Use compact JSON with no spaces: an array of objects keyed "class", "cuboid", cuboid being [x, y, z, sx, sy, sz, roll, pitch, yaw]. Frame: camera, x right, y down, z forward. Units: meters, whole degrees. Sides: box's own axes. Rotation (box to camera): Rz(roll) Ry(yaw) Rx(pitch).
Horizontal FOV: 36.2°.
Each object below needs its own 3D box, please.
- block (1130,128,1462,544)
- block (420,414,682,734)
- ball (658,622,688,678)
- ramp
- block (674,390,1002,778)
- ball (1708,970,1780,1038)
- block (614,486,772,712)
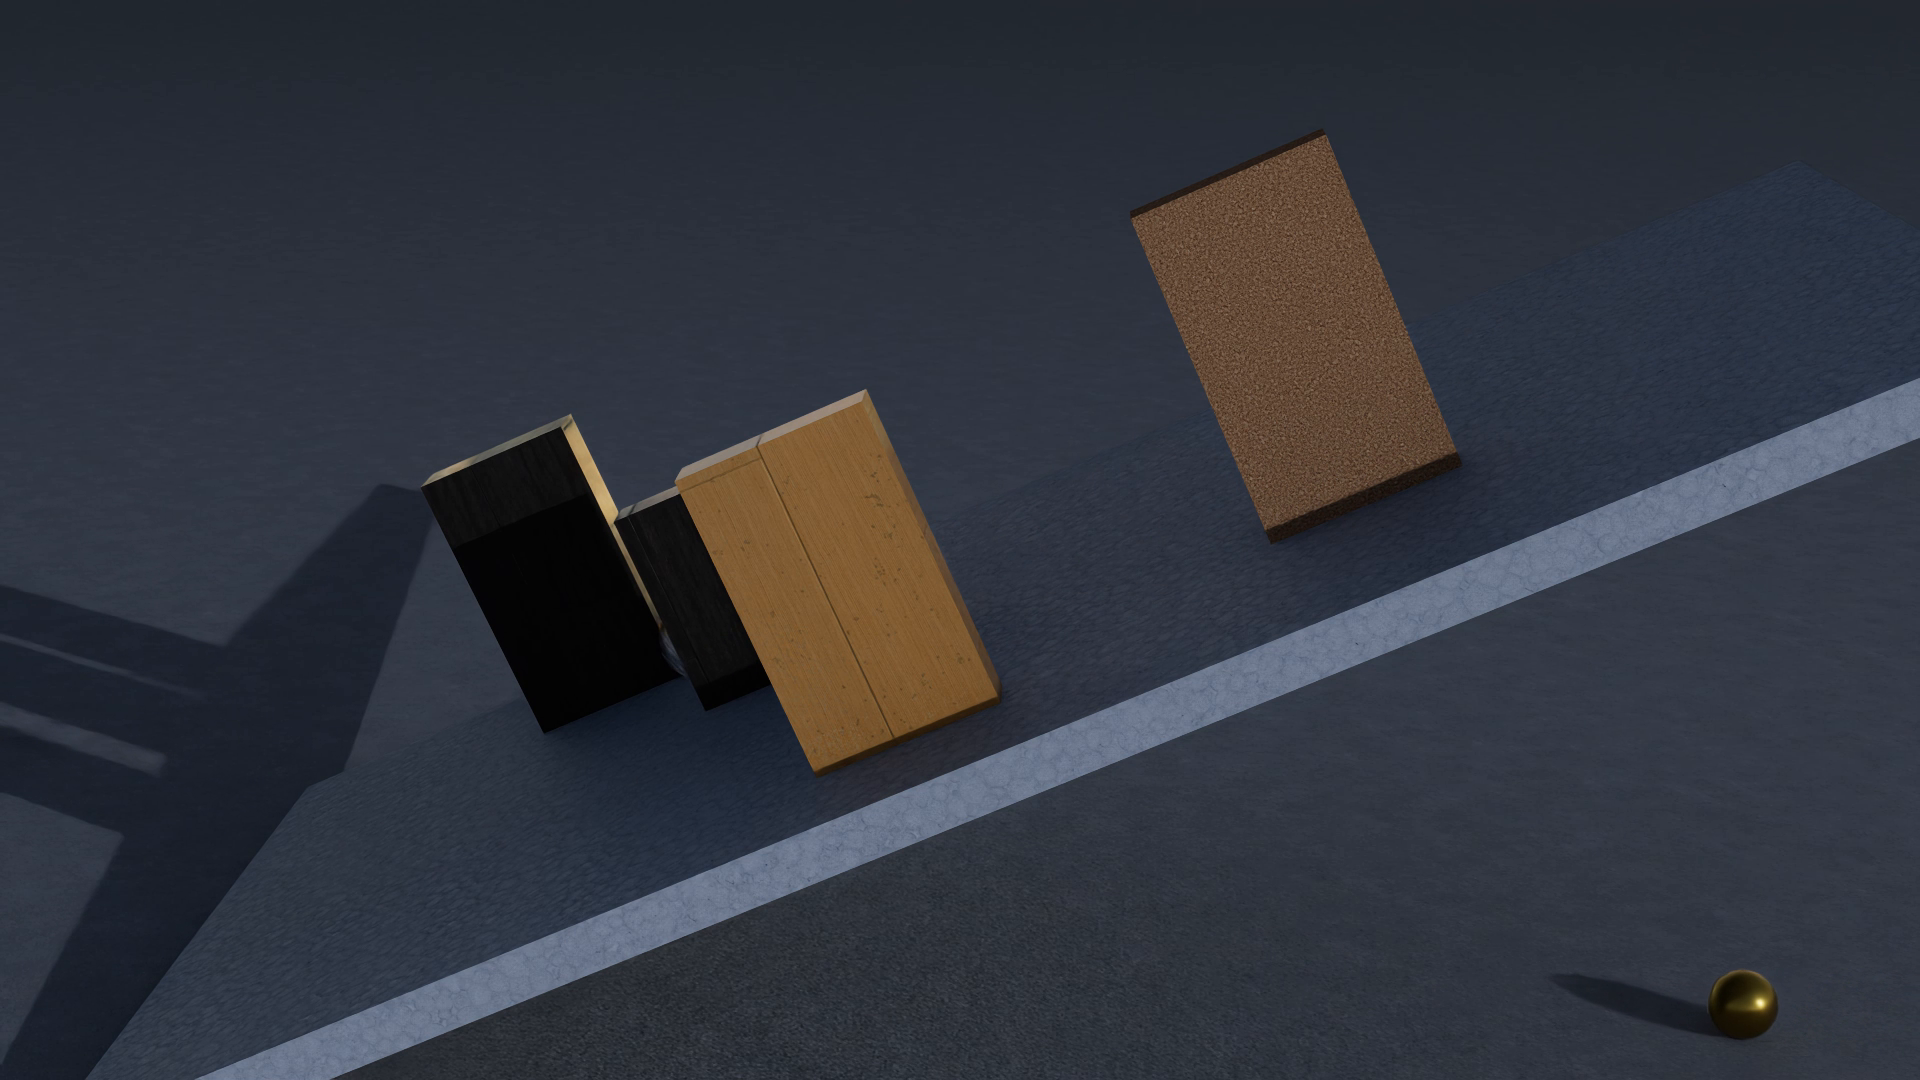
[{"class":"block","cuboid":[0.658,-0.394,5.752,0.404,0.706,0.097,-23,13,8]},{"class":"block","cuboid":[-0.949,0.081,6.929,0.364,0.654,0.135,-23,13,8]},{"class":"ball","cuboid":[-0.594,0.223,6.747,0.195,0.195,0.195,0,15,0]},{"class":"ramp","cuboid":[0.132,0.170,6.284,4.000,0.100,2.000,-23,13,8]},{"class":"block","cuboid":[-0.226,0.086,5.602,0.386,0.639,0.109,-23,13,8]},{"class":"ball","cuboid":[1.670,0.989,6.267,0.146,0.146,0.146,0,15,0]},{"class":"block","cuboid":[-0.539,0.107,6.480,0.255,0.471,0.109,-23,13,8]}]
